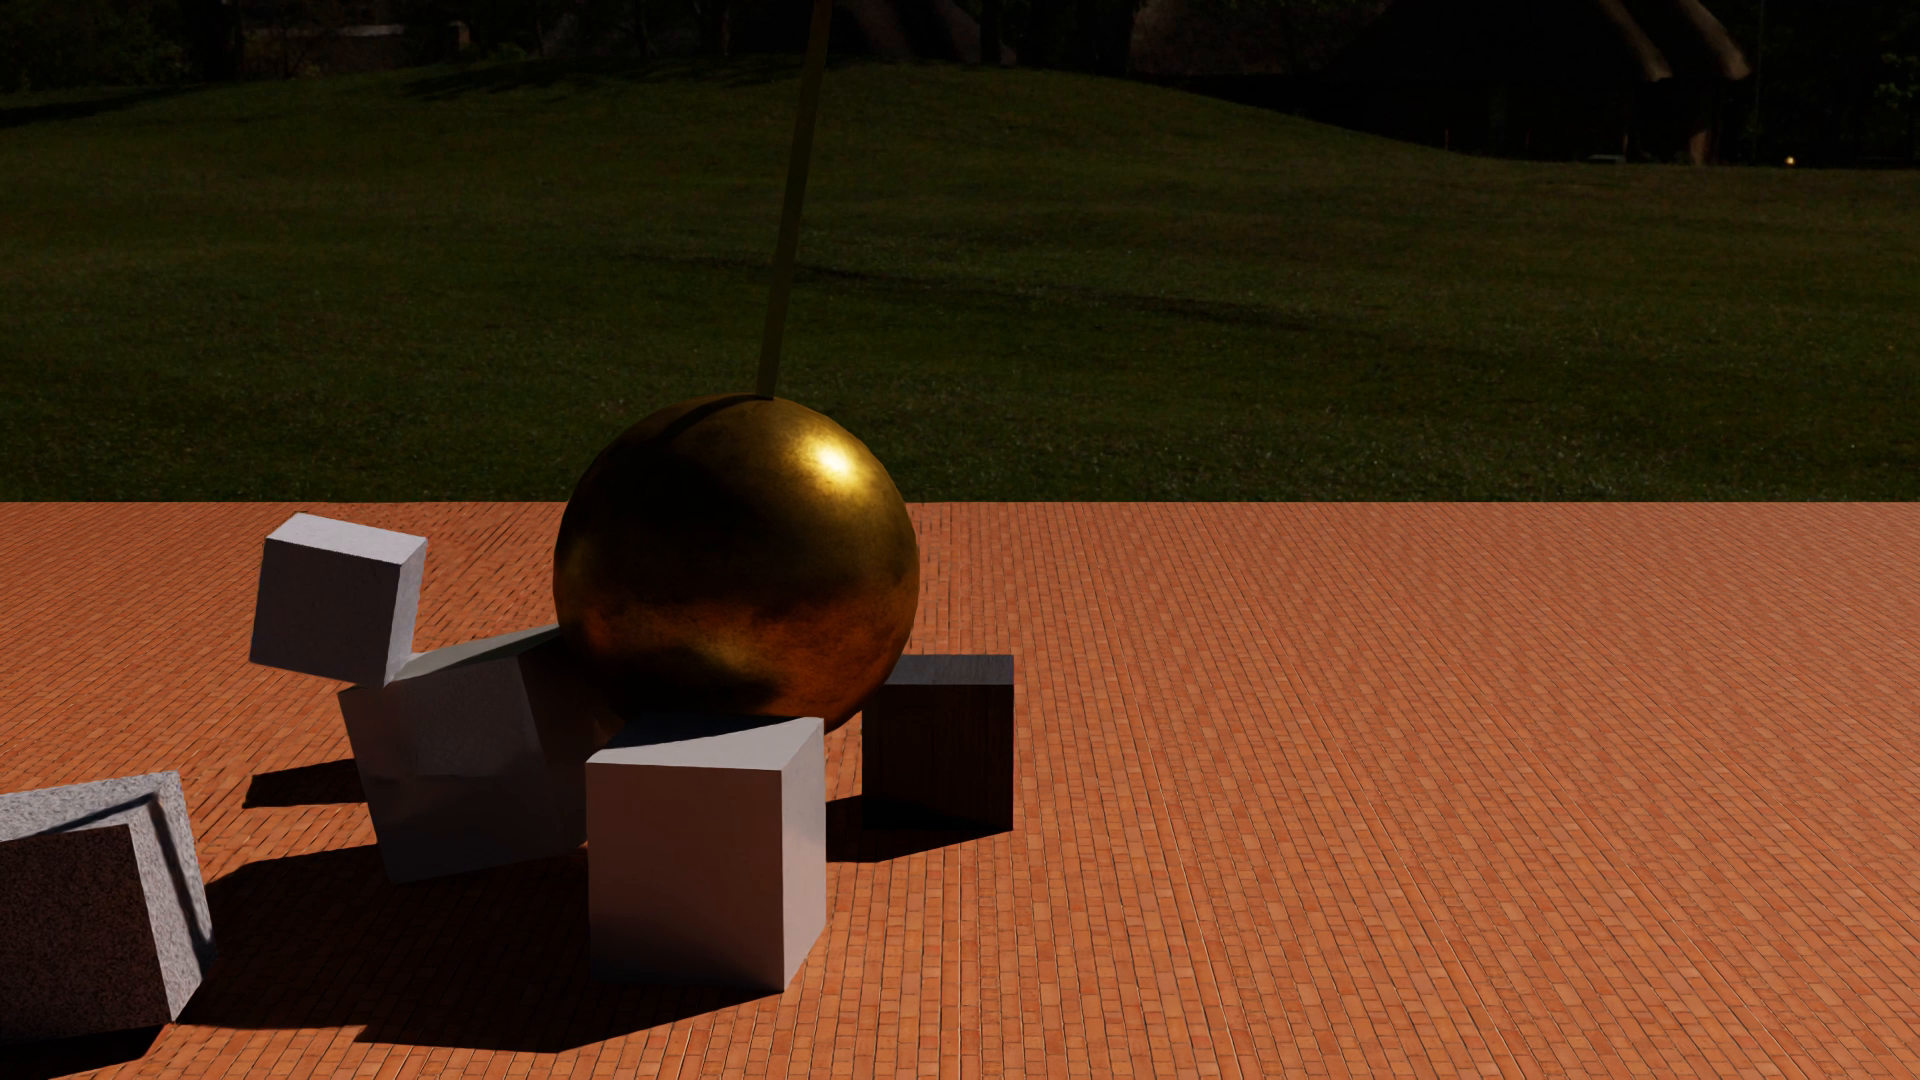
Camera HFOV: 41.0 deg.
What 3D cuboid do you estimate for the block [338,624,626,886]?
[{"bbox_3d":[-2.057,0.922,11.486,0.895,0.878,0.919,-12,6,19],"label":"block"}]

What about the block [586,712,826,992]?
[{"bbox_3d":[-1.002,1.232,10.310,0.774,0.888,0.820,2,10,8],"label":"block"}]

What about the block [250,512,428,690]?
[{"bbox_3d":[-2.683,0.257,11.103,0.581,0.559,0.473,11,14,0],"label":"block"}]

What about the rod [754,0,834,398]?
[{"bbox_3d":[-0.422,-3.145,10.609,0.080,5.200,0.080,9,10,-2],"label":"rod"}]

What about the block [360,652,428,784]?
[{"bbox_3d":[-2.747,0.898,13.100,0.604,0.541,0.598,-2,10,-10],"label":"block"}]

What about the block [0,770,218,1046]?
[{"bbox_3d":[-3.295,1.368,9.551,0.760,0.769,0.635,-8,13,1],"label":"block"}]

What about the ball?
[{"bbox_3d":[-0.973,0.156,11.209,1.600,1.600,1.600,0,10,0],"label":"ball"}]

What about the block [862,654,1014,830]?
[{"bbox_3d":[-0.099,0.962,12.312,0.711,0.703,0.627,0,10,1],"label":"block"}]
